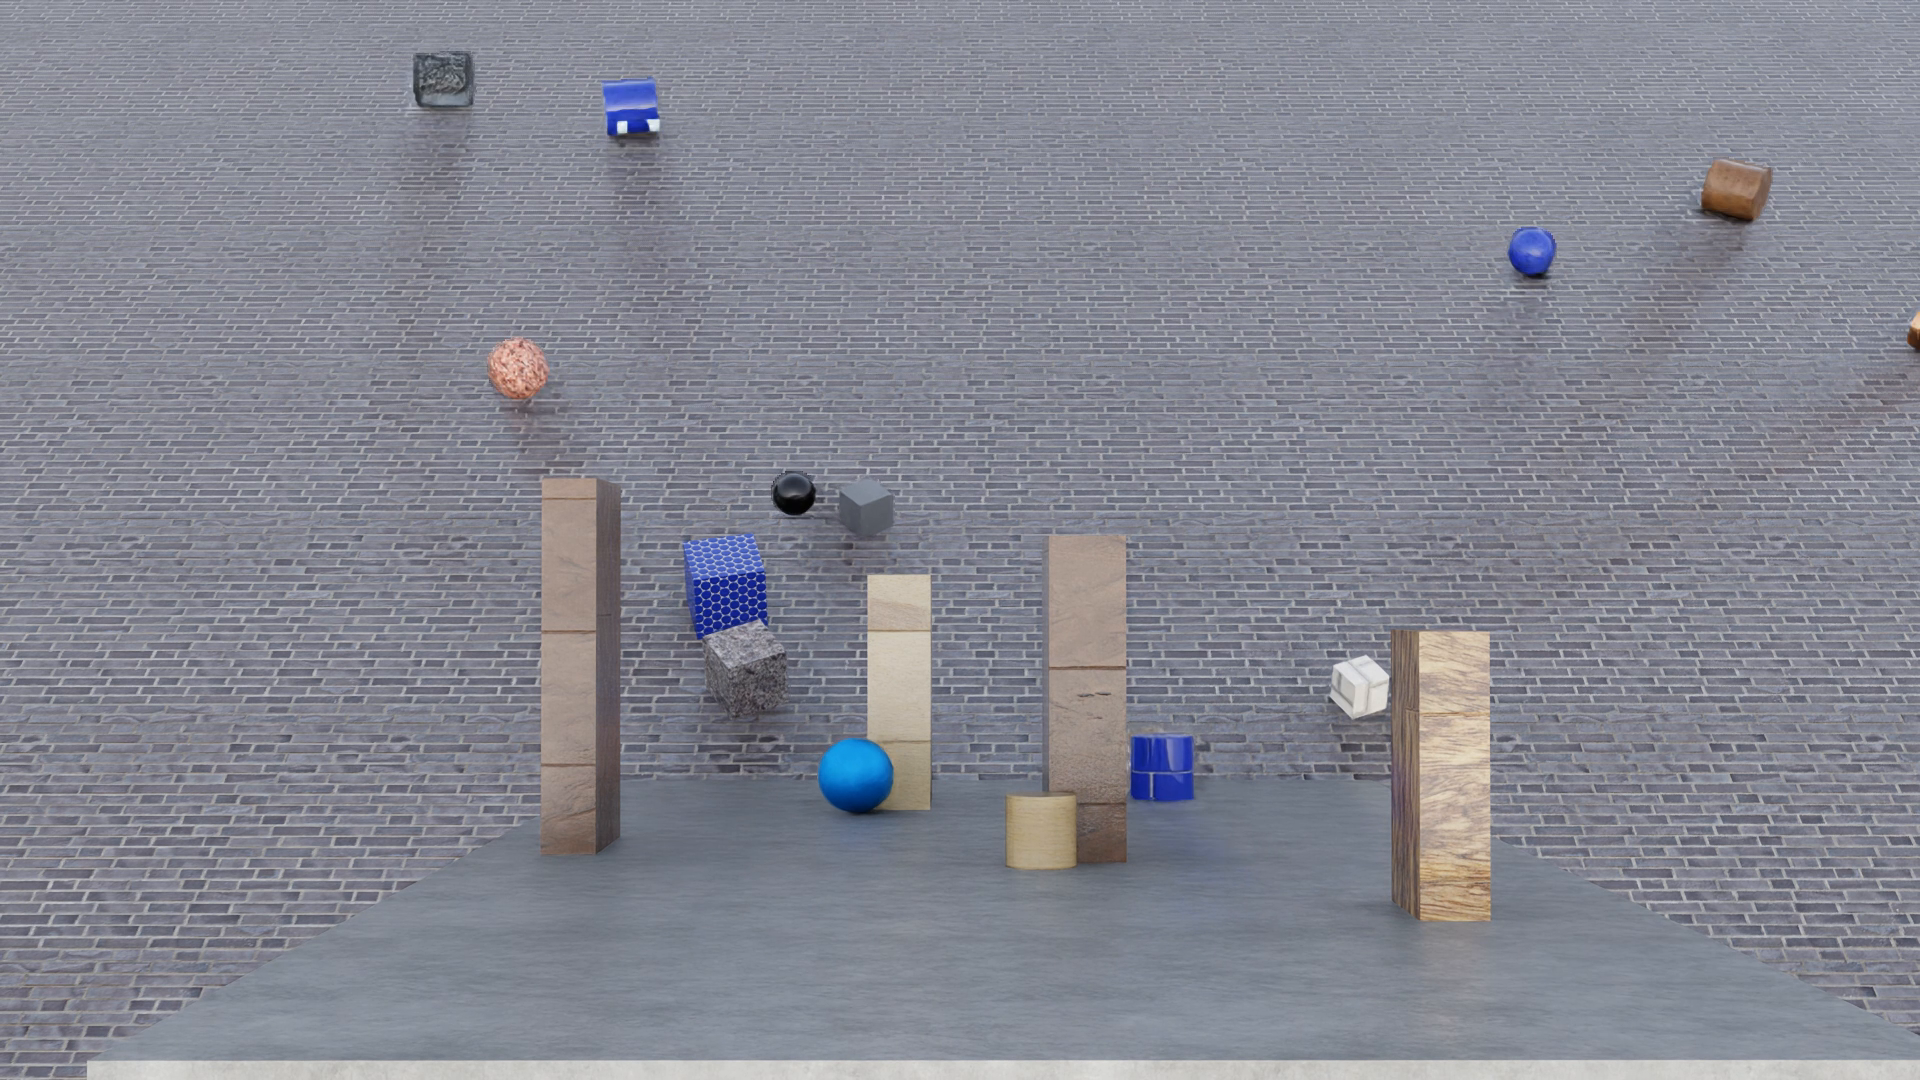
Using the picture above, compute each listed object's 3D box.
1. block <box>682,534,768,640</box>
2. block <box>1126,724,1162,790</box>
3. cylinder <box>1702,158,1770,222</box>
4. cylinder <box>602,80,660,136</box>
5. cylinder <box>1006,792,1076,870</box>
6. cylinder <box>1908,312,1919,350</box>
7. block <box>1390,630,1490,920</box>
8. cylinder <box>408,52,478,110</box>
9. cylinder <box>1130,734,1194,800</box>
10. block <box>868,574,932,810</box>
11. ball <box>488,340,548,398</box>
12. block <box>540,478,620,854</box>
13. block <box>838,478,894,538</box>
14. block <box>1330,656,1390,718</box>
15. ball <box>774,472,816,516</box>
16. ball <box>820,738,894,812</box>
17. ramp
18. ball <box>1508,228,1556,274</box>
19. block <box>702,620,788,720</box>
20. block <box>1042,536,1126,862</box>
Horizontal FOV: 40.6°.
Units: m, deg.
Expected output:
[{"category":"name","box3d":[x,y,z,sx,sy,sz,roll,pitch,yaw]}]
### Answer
[{"category":"block","box3d":[-0.676,0.133,7.477,0.205,0.205,0.205,-8,34,-11]},{"category":"block","box3d":[0.422,0.543,6.506,0.154,0.154,0.154,0,-1,-2]},{"category":"cylinder","box3d":[2.908,-1.313,9.719,0.195,0.195,0.195,19,37,27]},{"category":"cylinder","box3d":[-1.314,-1.724,10.345,0.204,0.204,0.204,-6,33,-8]},{"category":"cylinder","box3d":[0.146,0.523,4.670,0.129,0.129,0.129,0,-1,0]},{"category":"cylinder","box3d":[3.335,-0.701,8.805,0.158,0.158,0.158,-26,41,-34]},{"category":"block","box3d":[0.745,0.358,4.034,0.106,0.435,0.258,0,-1,0]},{"category":"cylinder","box3d":[-2.102,-1.872,10.560,0.210,0.210,0.210,-6,31,12]},{"category":"cylinder","box3d":[0.482,0.540,6.178,0.149,0.149,0.149,0,-1,0]},{"category":"block","box3d":[-0.138,0.348,6.063,0.142,0.530,0.404,0,-1,0]},{"category":"ball","box3d":[-1.456,-0.563,8.561,0.195,0.195,0.195,0,33,0]},{"category":"block","box3d":[-0.737,0.240,5.056,0.103,0.708,0.353,0,-1,0]},{"category":"block","box3d":[-0.287,-0.097,7.913,0.117,0.117,0.117,-22,39,-30]},{"category":"block","box3d":[1.101,0.405,7.143,0.110,0.110,0.110,-15,36,-22]},{"category":"ball","box3d":[-0.507,-0.141,7.935,0.130,0.130,0.130,0,33,0]},{"category":"ball","box3d":[-0.230,0.525,5.778,0.166,0.166,0.166,0,33,0]},{"category":"ramp","box3d":[0.073,0.639,4.751,2.000,0.100,4.000,0,-1,0]},{"category":"ball","box3d":[2.054,-1.036,9.318,0.166,0.166,0.166,0,33,0]},{"category":"block","box3d":[-0.591,0.357,7.158,0.174,0.174,0.174,-17,36,-24]},{"category":"block","box3d":[0.233,0.294,4.933,0.141,0.597,0.392,0,-1,0]}]
